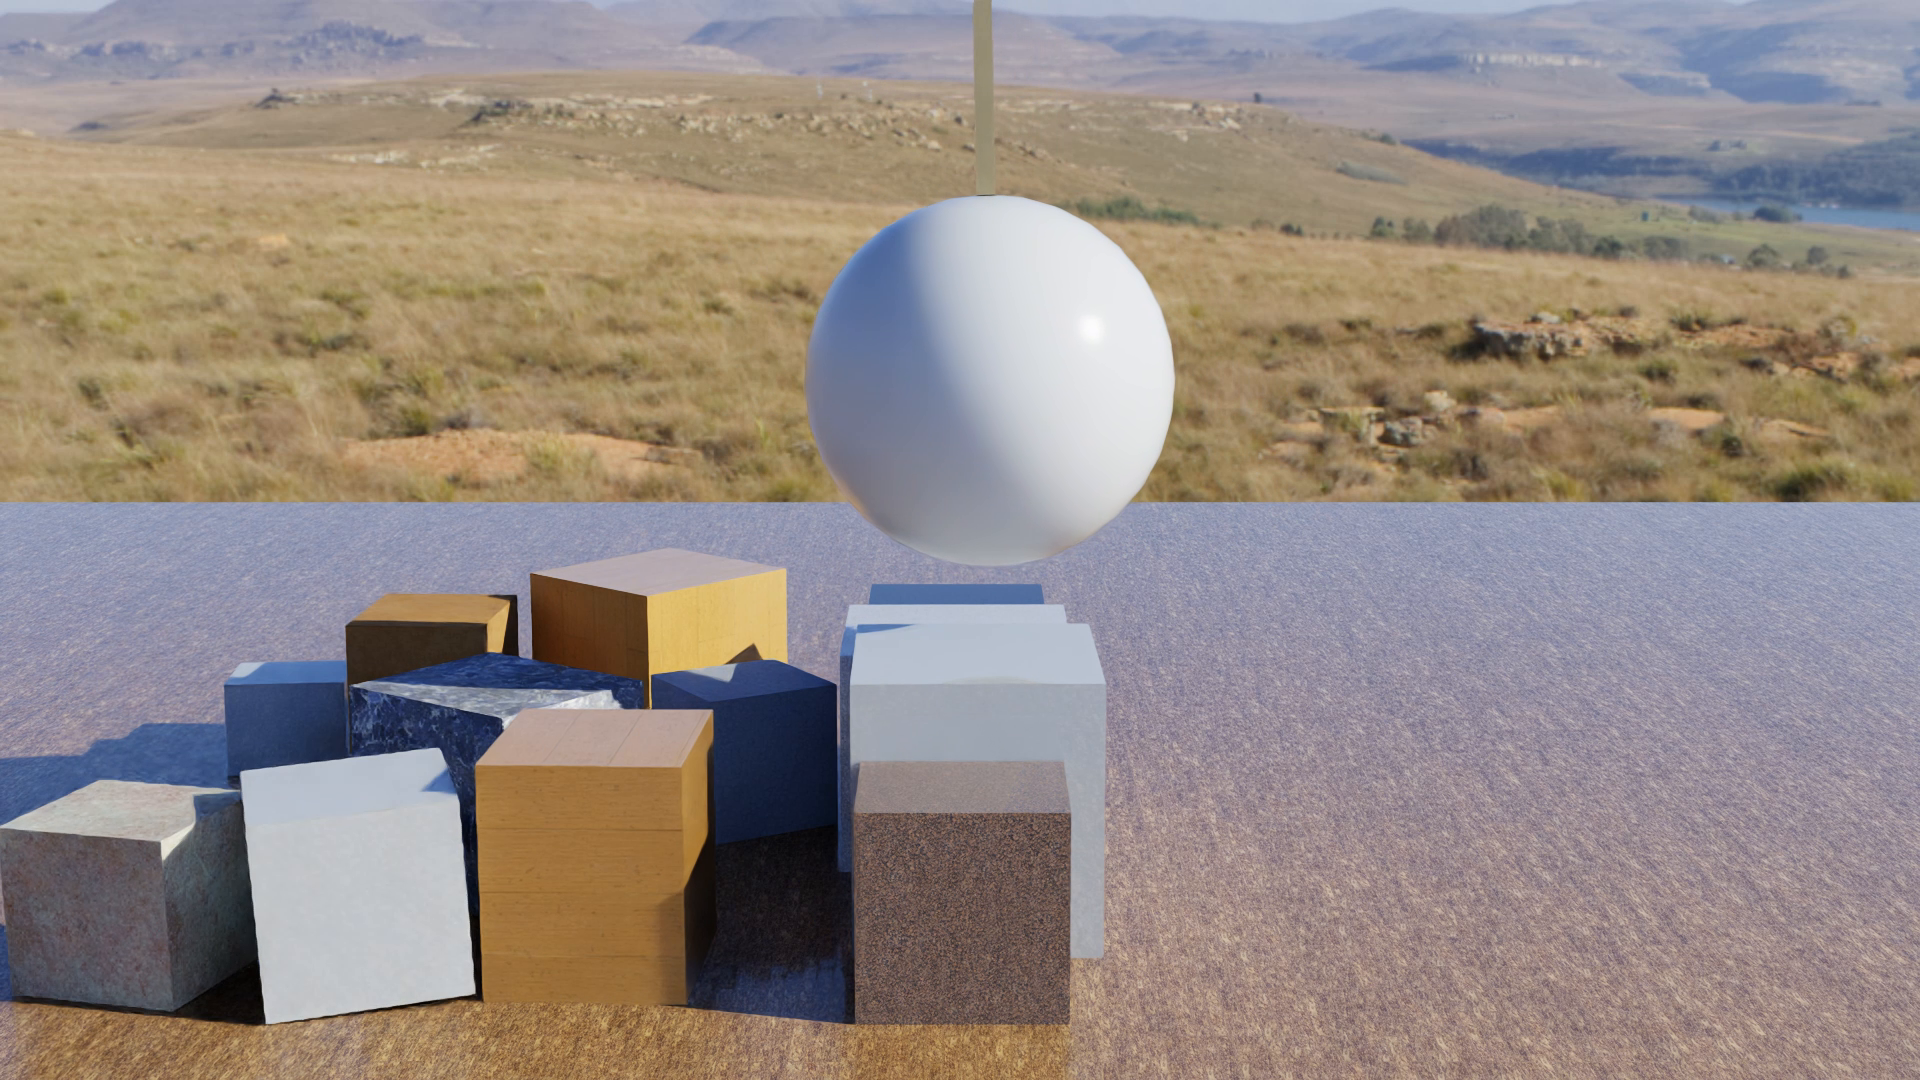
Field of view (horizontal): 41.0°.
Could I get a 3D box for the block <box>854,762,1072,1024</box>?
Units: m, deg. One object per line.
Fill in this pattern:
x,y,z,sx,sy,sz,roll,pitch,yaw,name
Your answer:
0.009,1.345,9.875,0.803,0.821,0.719,0,10,0,block

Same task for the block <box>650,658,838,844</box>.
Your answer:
-1.027,0.994,12.201,0.659,0.679,0.638,-6,12,-31,block

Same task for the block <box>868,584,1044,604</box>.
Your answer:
-0.018,0.753,12.831,0.867,0.928,0.793,0,10,0,block

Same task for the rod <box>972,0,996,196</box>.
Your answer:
0.055,-4.027,10.448,0.080,5.200,0.080,-1,10,0,rod

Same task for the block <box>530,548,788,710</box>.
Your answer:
-1.577,0.623,13.509,0.913,0.941,0.971,9,14,41,block

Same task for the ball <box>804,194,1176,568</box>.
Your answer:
0.127,-0.683,11.056,1.600,1.600,1.600,0,10,0,ball

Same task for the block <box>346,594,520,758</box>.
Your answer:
-2.690,0.752,13.183,0.691,0.804,0.803,0,10,2,block

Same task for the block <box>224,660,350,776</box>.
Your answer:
-3.434,0.913,13.218,0.594,0.474,0.493,-1,10,-6,block

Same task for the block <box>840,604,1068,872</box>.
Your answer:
-0.015,0.895,11.884,1.028,0.987,1.103,0,10,0,block

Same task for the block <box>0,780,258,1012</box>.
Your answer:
-3.231,1.378,10.058,0.715,0.672,0.667,2,11,16,block

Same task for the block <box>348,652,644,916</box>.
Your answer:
-2.019,1.060,11.257,0.957,0.887,0.834,8,13,36,block

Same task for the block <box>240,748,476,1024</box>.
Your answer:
-2.339,1.321,9.936,0.776,0.778,0.724,-6,13,-16,block

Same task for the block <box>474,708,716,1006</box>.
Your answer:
-1.418,1.233,10.156,0.782,0.940,0.878,0,10,2,block

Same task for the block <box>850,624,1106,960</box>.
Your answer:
0.064,1.025,10.763,1.011,1.133,1.124,0,10,-1,block
